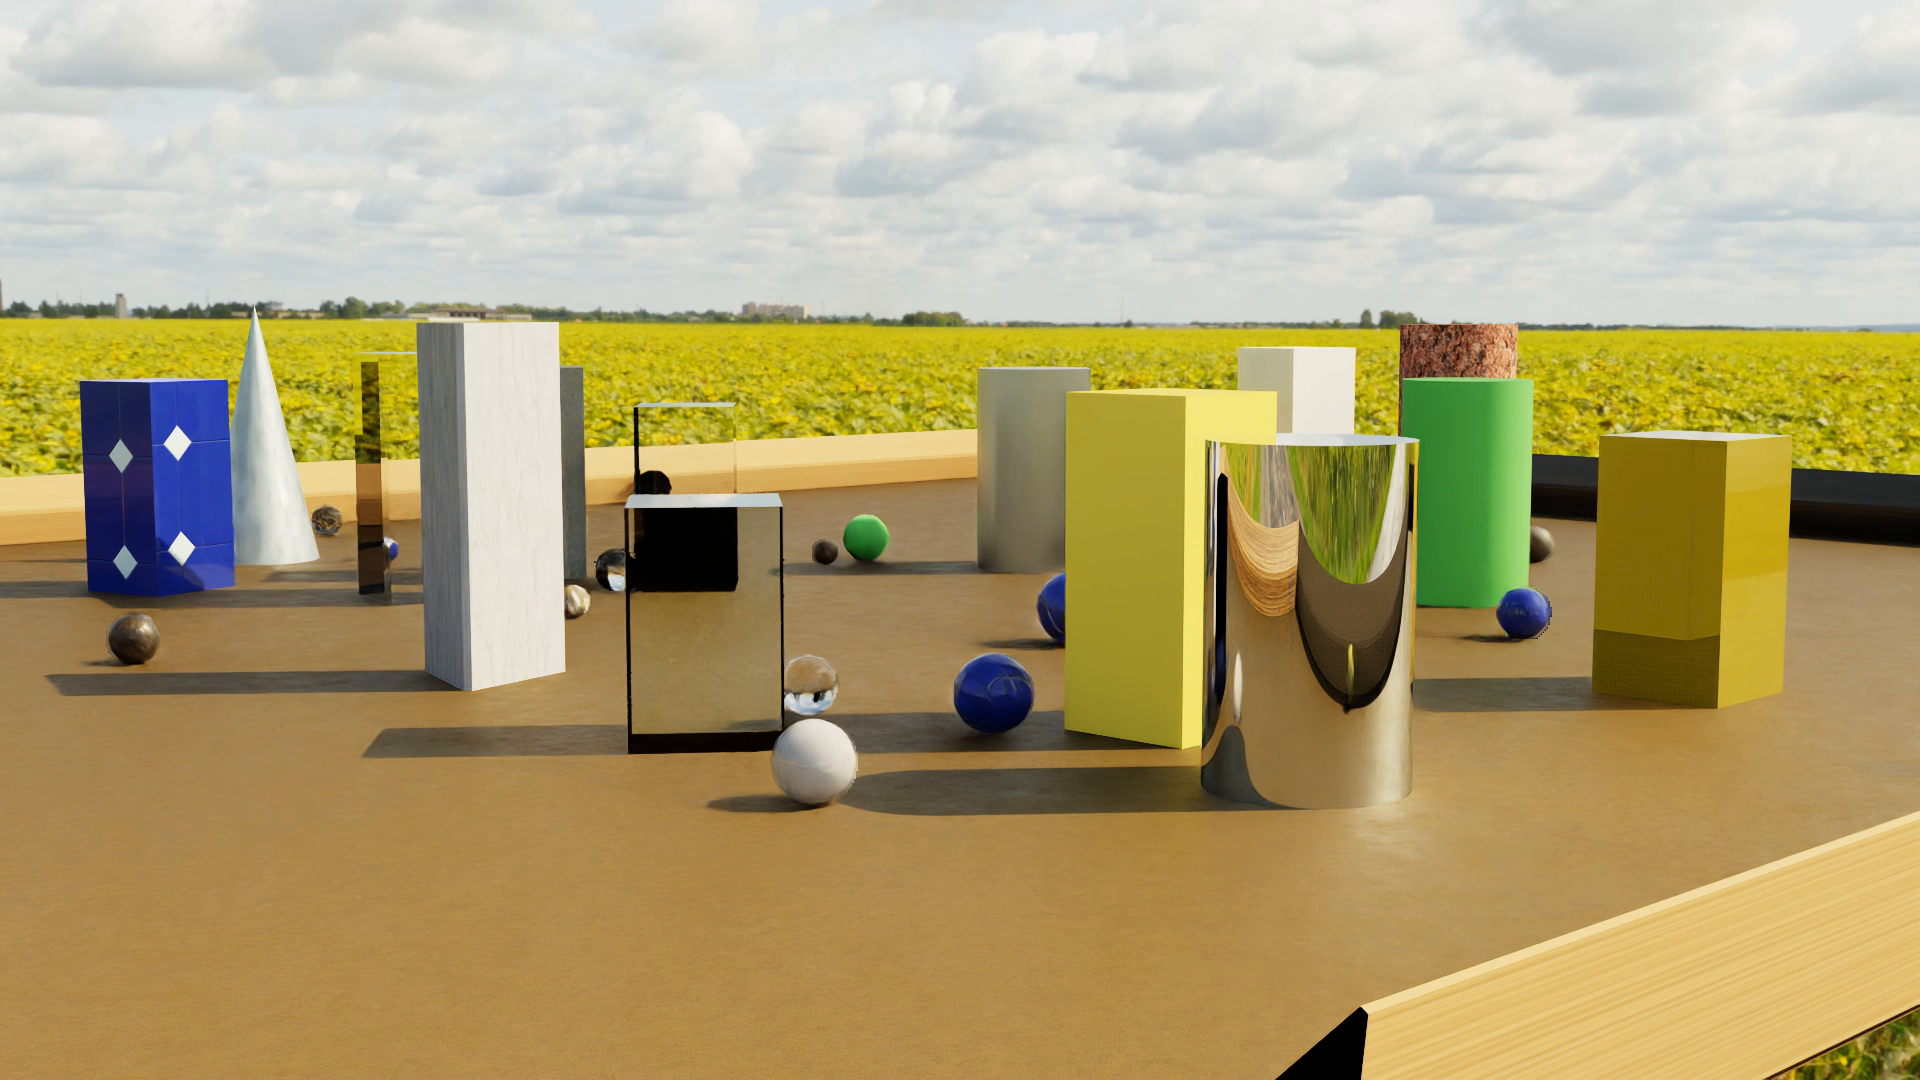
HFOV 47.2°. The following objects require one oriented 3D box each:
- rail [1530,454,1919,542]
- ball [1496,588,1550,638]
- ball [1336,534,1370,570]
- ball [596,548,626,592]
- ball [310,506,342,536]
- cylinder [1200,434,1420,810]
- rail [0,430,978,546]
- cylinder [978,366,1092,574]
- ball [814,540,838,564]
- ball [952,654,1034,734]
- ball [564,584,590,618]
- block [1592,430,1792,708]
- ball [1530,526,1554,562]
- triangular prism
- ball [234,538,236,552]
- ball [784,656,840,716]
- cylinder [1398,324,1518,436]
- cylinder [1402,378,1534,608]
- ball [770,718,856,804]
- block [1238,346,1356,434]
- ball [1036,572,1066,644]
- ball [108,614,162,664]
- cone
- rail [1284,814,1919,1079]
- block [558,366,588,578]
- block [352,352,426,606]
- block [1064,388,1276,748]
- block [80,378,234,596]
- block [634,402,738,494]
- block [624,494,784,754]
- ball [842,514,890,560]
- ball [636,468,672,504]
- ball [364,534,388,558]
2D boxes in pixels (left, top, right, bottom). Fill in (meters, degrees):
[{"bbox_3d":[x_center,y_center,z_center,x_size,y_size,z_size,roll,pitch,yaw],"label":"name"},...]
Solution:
[{"bbox_3d":[1.429,-0.104,4.643,0.045,0.128,3.689,-5,8,-42],"label":"rail"},{"bbox_3d":[0.765,0.099,2.989,0.070,0.070,0.070,0,6,0],"label":"ball"},{"bbox_3d":[0.676,0.021,3.787,0.060,0.060,0.060,0,6,0],"label":"ball"},{"bbox_3d":[-0.543,0.047,3.485,0.070,0.070,0.070,0,6,0],"label":"ball"},{"bbox_3d":[-1.255,-0.039,4.356,0.060,0.060,0.060,0,6,0],"label":"ball"},{"bbox_3d":[0.325,0.069,2.048,0.196,0.326,0.196,0,6,0],"label":"cylinder"},{"bbox_3d":[-1.235,-0.106,4.663,3.937,0.128,0.045,-5,8,-42],"label":"rail"},{"bbox_3d":[0.128,-0.125,3.806,0.196,0.345,0.196,0,6,0],"label":"cylinder"},{"bbox_3d":[-0.236,0.021,3.859,0.044,0.044,0.044,0,6,0],"label":"ball"},{"bbox_3d":[0.035,0.162,2.318,0.085,0.085,0.085,0,6,0],"label":"ball"},{"bbox_3d":[-0.561,0.089,3.188,0.048,0.048,0.048,0,6,0],"label":"ball"},{"bbox_3d":[0.851,0.028,2.559,0.157,0.300,0.157,-6,8,-44],"label":"block"},{"bbox_3d":[1.021,0.007,3.903,0.062,0.062,0.062,0,6,0],"label":"ball"},{"bbox_3d":[-0.597,-0.048,2.667,0.147,0.429,0.170,4,7,31],"label":"triangular prism"},{"bbox_3d":[-1.295,0.009,3.808,0.078,0.078,0.078,0,6,0],"label":"ball"},{"bbox_3d":[-0.166,0.160,2.420,0.067,0.067,0.067,0,6,0],"label":"ball"},{"bbox_3d":[0.852,-0.160,3.778,0.196,0.420,0.196,0,6,0],"label":"cylinder"},{"bbox_3d":[0.777,-0.077,3.380,0.196,0.339,0.196,0,6,0],"label":"cylinder"},{"bbox_3d":[-0.133,0.200,1.989,0.077,0.077,0.077,0,6,0],"label":"ball"},{"bbox_3d":[0.644,-0.183,4.230,0.157,0.373,0.157,-4,7,-34],"label":"block"},{"bbox_3d":[0.151,0.090,2.936,0.098,0.098,0.098,0,6,0],"label":"ball"},{"bbox_3d":[-1.043,0.124,2.780,0.063,0.063,0.063,0,6,0],"label":"ball"},{"bbox_3d":[-1.250,-0.191,3.919,0.196,0.454,0.196,0,6,0],"label":"cone"},{"bbox_3d":[1.235,0.172,2.001,3.937,0.128,0.045,-5,8,-42],"label":"rail"},{"bbox_3d":[-0.711,-0.117,3.706,0.157,0.350,0.157,-1,6,-9],"label":"block"},{"bbox_3d":[-0.834,-0.100,3.407,0.157,0.379,0.157,-4,7,-33],"label":"block"},{"bbox_3d":[0.223,0.023,2.330,0.157,0.359,0.157,6,8,43],"label":"block"},{"bbox_3d":[-1.281,-0.088,3.514,0.157,0.334,0.157,3,7,28],"label":"block"},{"bbox_3d":[-0.446,-0.075,3.593,0.157,0.291,0.157,0,6,-4],"label":"block"},{"bbox_3d":[-0.264,0.083,2.284,0.157,0.249,0.157,-1,6,-6],"label":"block"},{"bbox_3d":[-0.167,-0.004,3.914,0.083,0.083,0.083,0,6,0],"label":"ball"},{"bbox_3d":[-0.703,-0.125,5.071,0.082,0.082,0.082,0,6,0],"label":"ball"},{"bbox_3d":[-1.049,0.012,3.948,0.043,0.043,0.043,0,6,0],"label":"ball"}]
